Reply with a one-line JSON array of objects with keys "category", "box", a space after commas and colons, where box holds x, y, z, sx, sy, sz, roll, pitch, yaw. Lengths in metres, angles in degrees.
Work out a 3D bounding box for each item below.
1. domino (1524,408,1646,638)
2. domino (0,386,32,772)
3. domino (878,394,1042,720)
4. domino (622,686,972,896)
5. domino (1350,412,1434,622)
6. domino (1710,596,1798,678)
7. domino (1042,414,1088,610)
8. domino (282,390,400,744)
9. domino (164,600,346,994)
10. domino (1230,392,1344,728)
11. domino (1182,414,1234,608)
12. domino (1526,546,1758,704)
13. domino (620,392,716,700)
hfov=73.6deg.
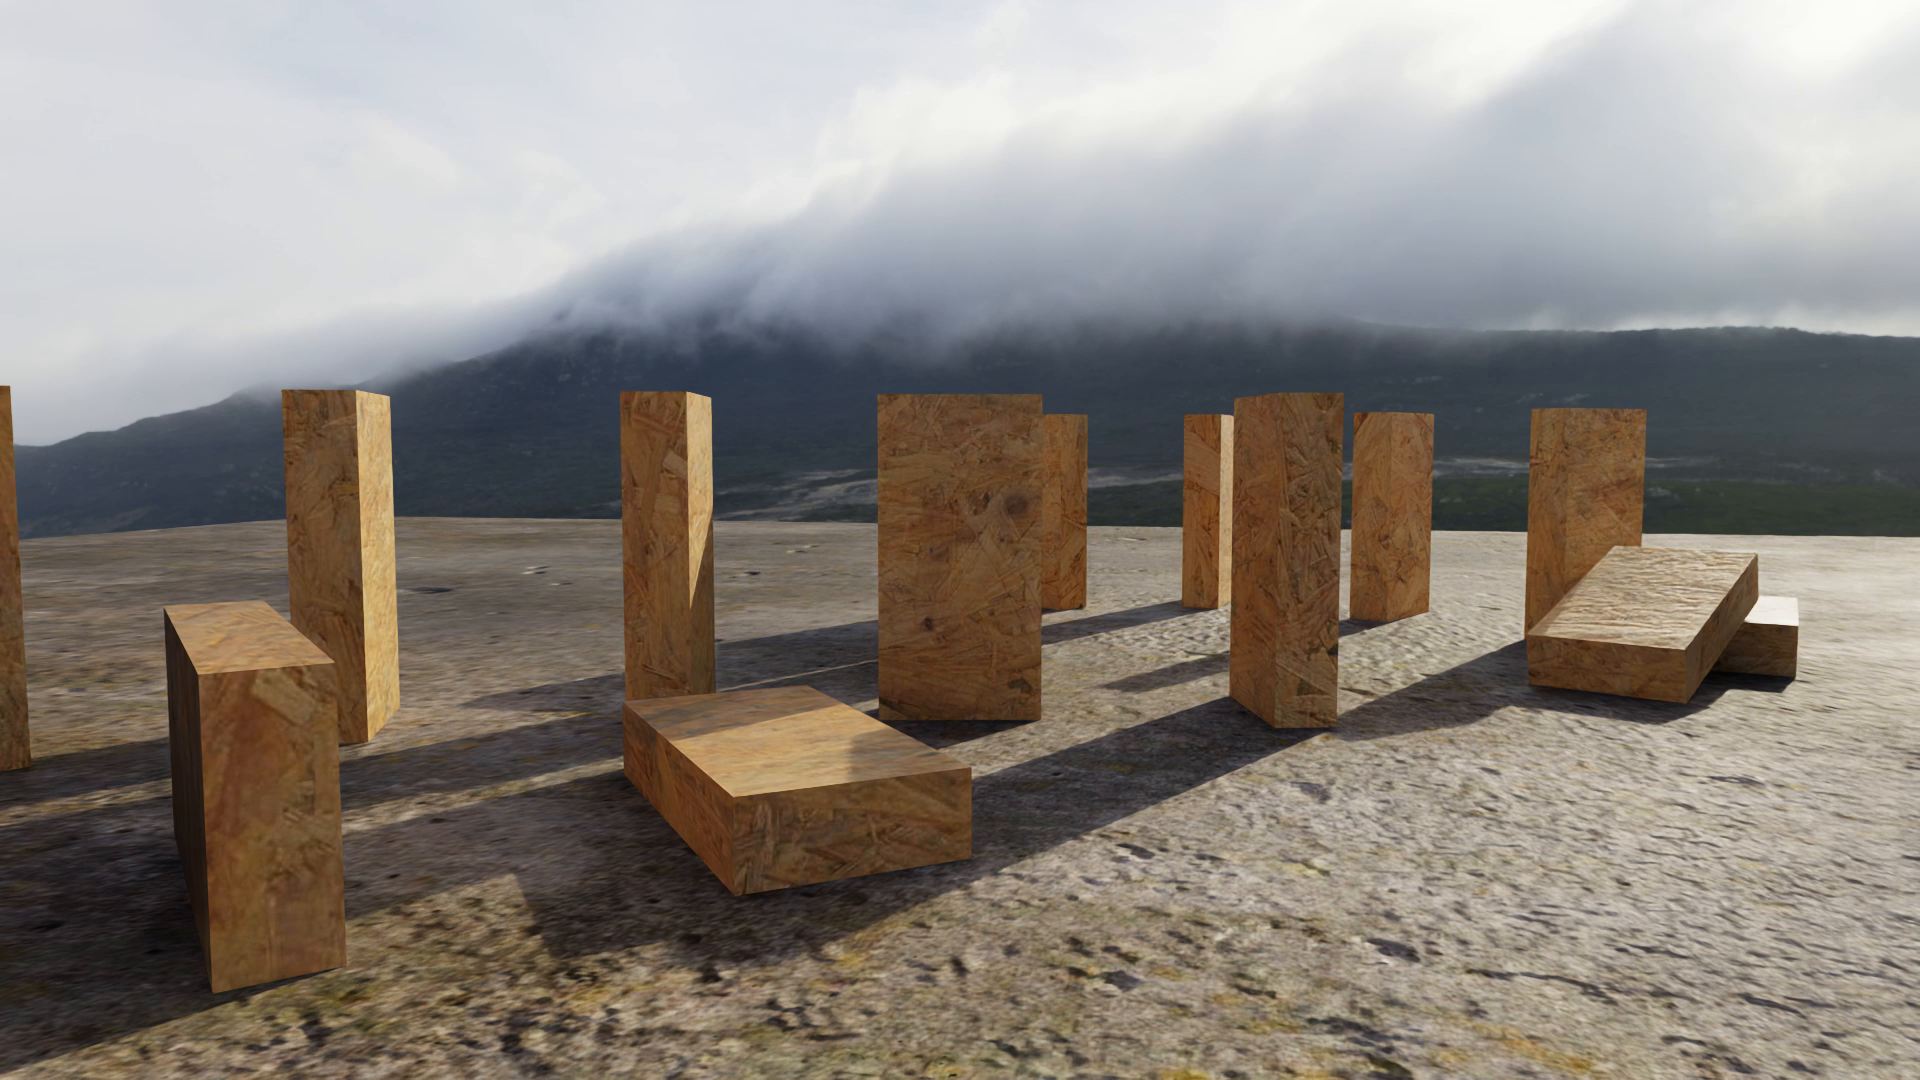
[{"category": "domino", "box": [0.137, -0.003, 0.280, 0.025, 0.050, 0.009, -2, 5, -27]}, {"category": "domino", "box": [-0.135, 0.005, 0.172, 0.025, 0.050, 0.009, 4, 6, 42]}, {"category": "domino", "box": [0.000, 0.002, 0.201, 0.025, 0.050, 0.009, 0, 4, 0]}, {"category": "domino", "box": [-0.021, 0.027, 0.148, 0.025, 0.009, 0.050, -2, 5, -26]}, {"category": "domino", "box": [0.107, -0.006, 0.318, 0.009, 0.050, 0.025, 4, 6, 42]}, {"category": "domino", "box": [0.156, 0.018, 0.261, 0.025, 0.010, 0.050, 3, 5, 33]}, {"category": "domino", "box": [0.021, -0.008, 0.339, 0.009, 0.050, 0.025, -4, 6, -40]}, {"category": "domino", "box": [-0.092, 0.003, 0.192, 0.009, 0.050, 0.025, -1, 4, -14]}, {"category": "domino", "box": [-0.068, 0.021, 0.122, 0.010, 0.025, 0.050, -3, 5, -34]}, {"category": "domino", "box": [0.051, 0.002, 0.203, 0.009, 0.050, 0.025, 0, 4, -3]}, {"category": "domino", "box": [0.067, -0.008, 0.343, 0.009, 0.050, 0.025, 2, 5, 21]}, {"category": "domino", "box": [0.126, 0.014, 0.235, 0.025, 0.009, 0.050, 4, 21, 43]}, {"category": "domino", "box": [-0.045, 0.003, 0.199, 0.010, 0.050, 0.025, 0, 4, -3]}]
